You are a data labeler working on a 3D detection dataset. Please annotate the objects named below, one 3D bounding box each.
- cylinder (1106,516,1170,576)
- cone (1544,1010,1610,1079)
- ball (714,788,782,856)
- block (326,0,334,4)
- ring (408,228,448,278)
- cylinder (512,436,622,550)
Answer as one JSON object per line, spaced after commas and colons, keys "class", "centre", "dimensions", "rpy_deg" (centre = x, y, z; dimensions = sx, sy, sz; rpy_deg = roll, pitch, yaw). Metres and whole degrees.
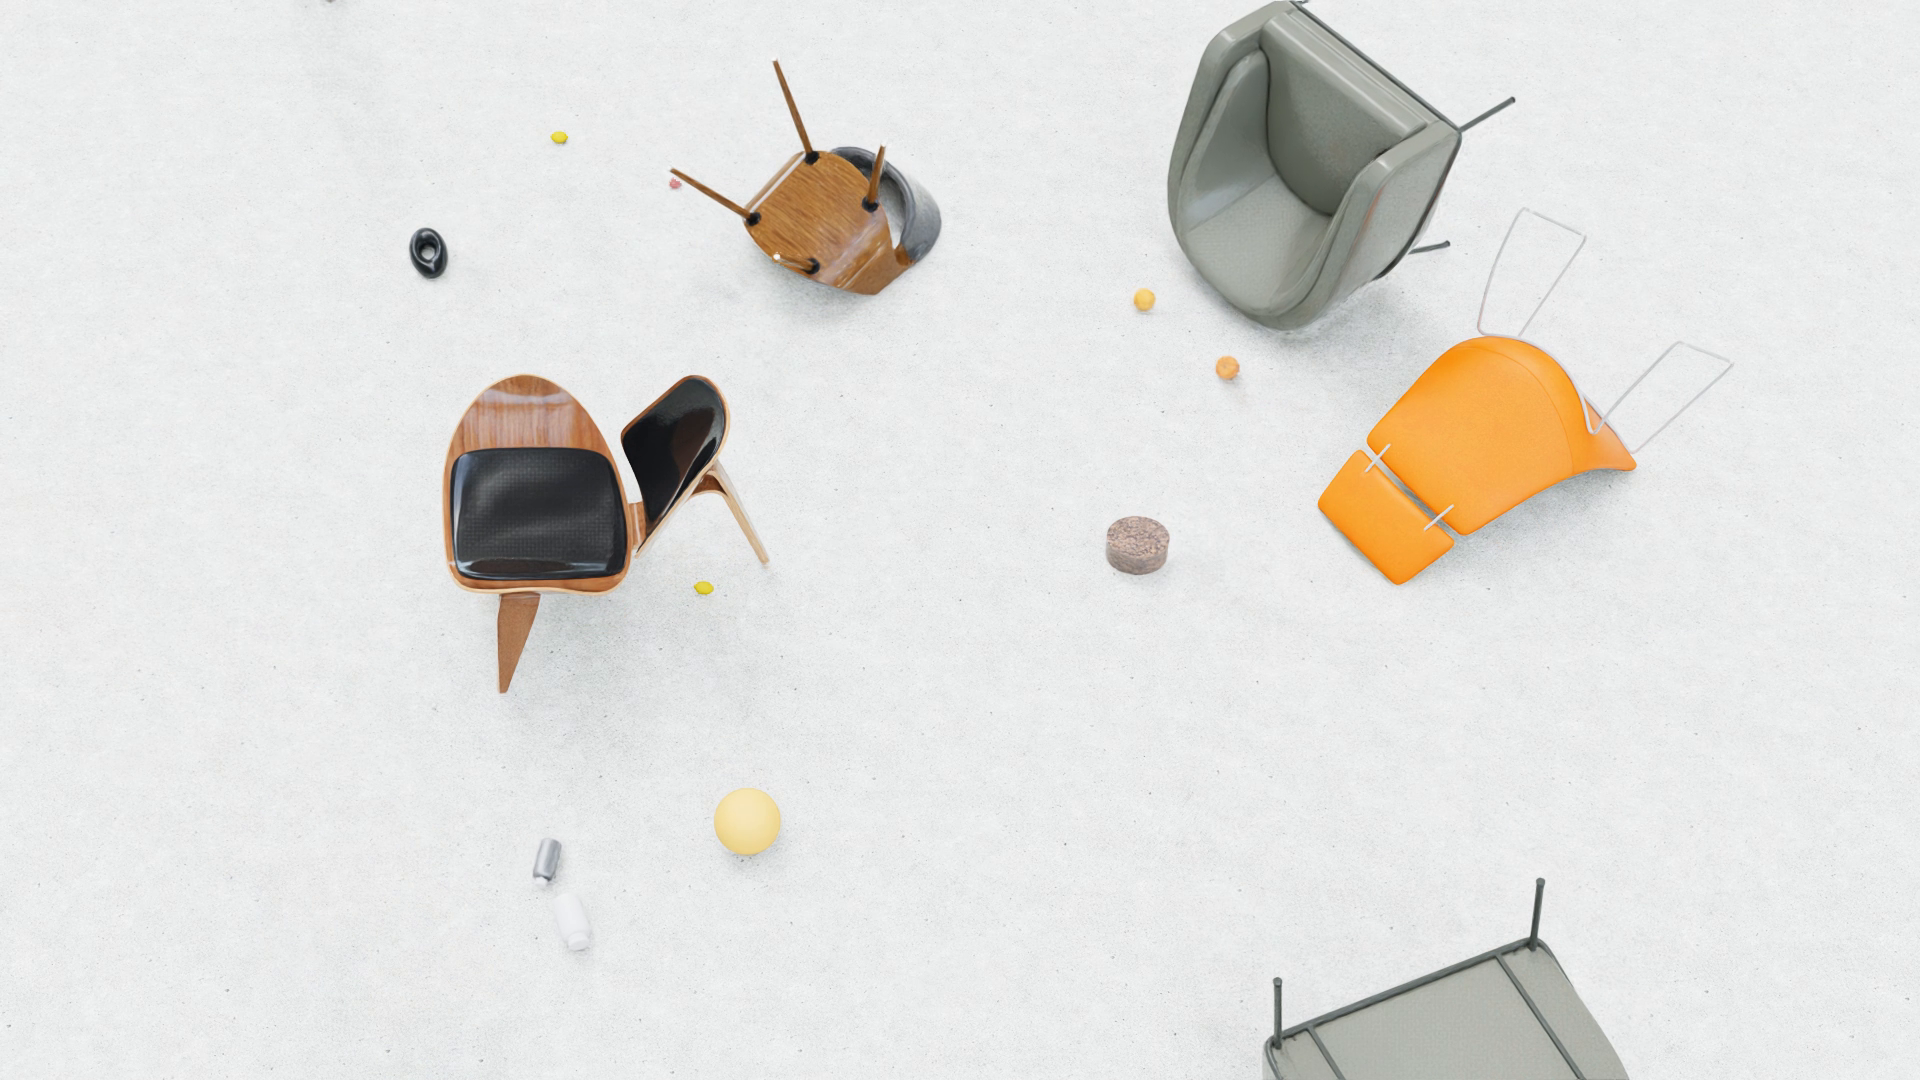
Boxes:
{"class": "cylinder", "centre": [0.524, 0.016, 6.506], "dimensions": [0.186, 0.094, 0.148], "rpy_deg": [3, 56, 2]}
{"class": "cone", "centre": [1.573, 1.324, 5.658], "dimensions": [0.144, 0.096, 0.206], "rpy_deg": [-18, 57, 10]}
{"class": "ball", "centre": [-0.575, 0.761, 5.953], "dimensions": [0.182, 0.182, 0.182], "rpy_deg": [0, 56, 0]}
{"class": "block", "centre": [-2.266, -2.043, 7.884], "dimensions": [0.168, 0.101, 0.166], "rpy_deg": [32, 62, 20]}
{"class": "ring", "centre": [-1.732, -0.936, 7.169], "dimensions": [0.125, 0.056, 0.217], "rpy_deg": [-15, 57, -8]}
{"class": "cylinder", "centre": [-1.165, -0.139, 6.514], "dimensions": [0.247, 0.258, 0.206], "rpy_deg": [35, 48, 21]}
